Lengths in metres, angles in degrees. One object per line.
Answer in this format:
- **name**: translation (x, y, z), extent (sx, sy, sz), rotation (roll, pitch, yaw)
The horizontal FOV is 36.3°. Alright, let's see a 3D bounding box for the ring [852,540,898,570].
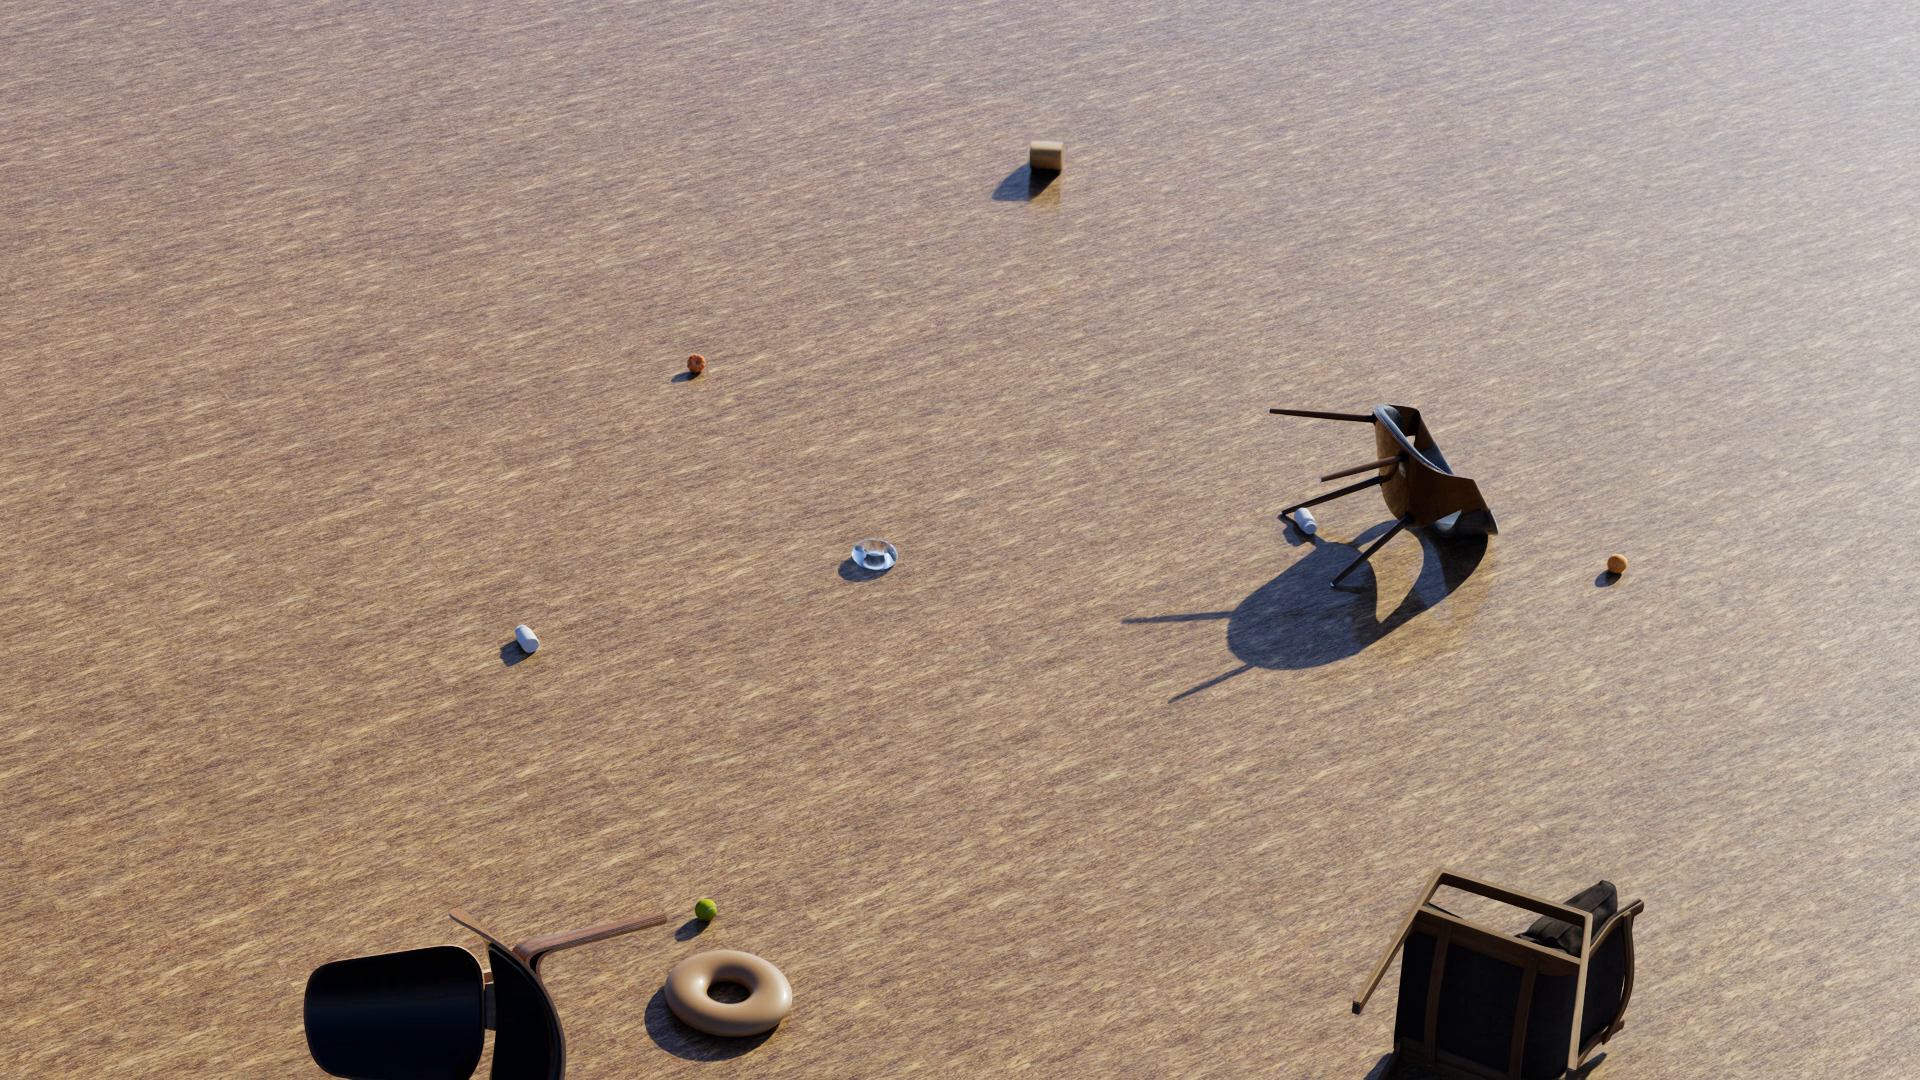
- **ring**: translation (-0.314, 0.053, 10.813), extent (0.176, 0.057, 0.156), rotation (17, 36, 23)

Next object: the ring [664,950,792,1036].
- **ring**: translation (-0.696, 1.361, 8.813), extent (0.407, 0.075, 0.349), rotation (20, 38, 29)

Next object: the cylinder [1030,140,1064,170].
- **cylinder**: translation (0.400, -1.768, 13.486), extent (0.144, 0.128, 0.252), rotation (3, 9, 5)
